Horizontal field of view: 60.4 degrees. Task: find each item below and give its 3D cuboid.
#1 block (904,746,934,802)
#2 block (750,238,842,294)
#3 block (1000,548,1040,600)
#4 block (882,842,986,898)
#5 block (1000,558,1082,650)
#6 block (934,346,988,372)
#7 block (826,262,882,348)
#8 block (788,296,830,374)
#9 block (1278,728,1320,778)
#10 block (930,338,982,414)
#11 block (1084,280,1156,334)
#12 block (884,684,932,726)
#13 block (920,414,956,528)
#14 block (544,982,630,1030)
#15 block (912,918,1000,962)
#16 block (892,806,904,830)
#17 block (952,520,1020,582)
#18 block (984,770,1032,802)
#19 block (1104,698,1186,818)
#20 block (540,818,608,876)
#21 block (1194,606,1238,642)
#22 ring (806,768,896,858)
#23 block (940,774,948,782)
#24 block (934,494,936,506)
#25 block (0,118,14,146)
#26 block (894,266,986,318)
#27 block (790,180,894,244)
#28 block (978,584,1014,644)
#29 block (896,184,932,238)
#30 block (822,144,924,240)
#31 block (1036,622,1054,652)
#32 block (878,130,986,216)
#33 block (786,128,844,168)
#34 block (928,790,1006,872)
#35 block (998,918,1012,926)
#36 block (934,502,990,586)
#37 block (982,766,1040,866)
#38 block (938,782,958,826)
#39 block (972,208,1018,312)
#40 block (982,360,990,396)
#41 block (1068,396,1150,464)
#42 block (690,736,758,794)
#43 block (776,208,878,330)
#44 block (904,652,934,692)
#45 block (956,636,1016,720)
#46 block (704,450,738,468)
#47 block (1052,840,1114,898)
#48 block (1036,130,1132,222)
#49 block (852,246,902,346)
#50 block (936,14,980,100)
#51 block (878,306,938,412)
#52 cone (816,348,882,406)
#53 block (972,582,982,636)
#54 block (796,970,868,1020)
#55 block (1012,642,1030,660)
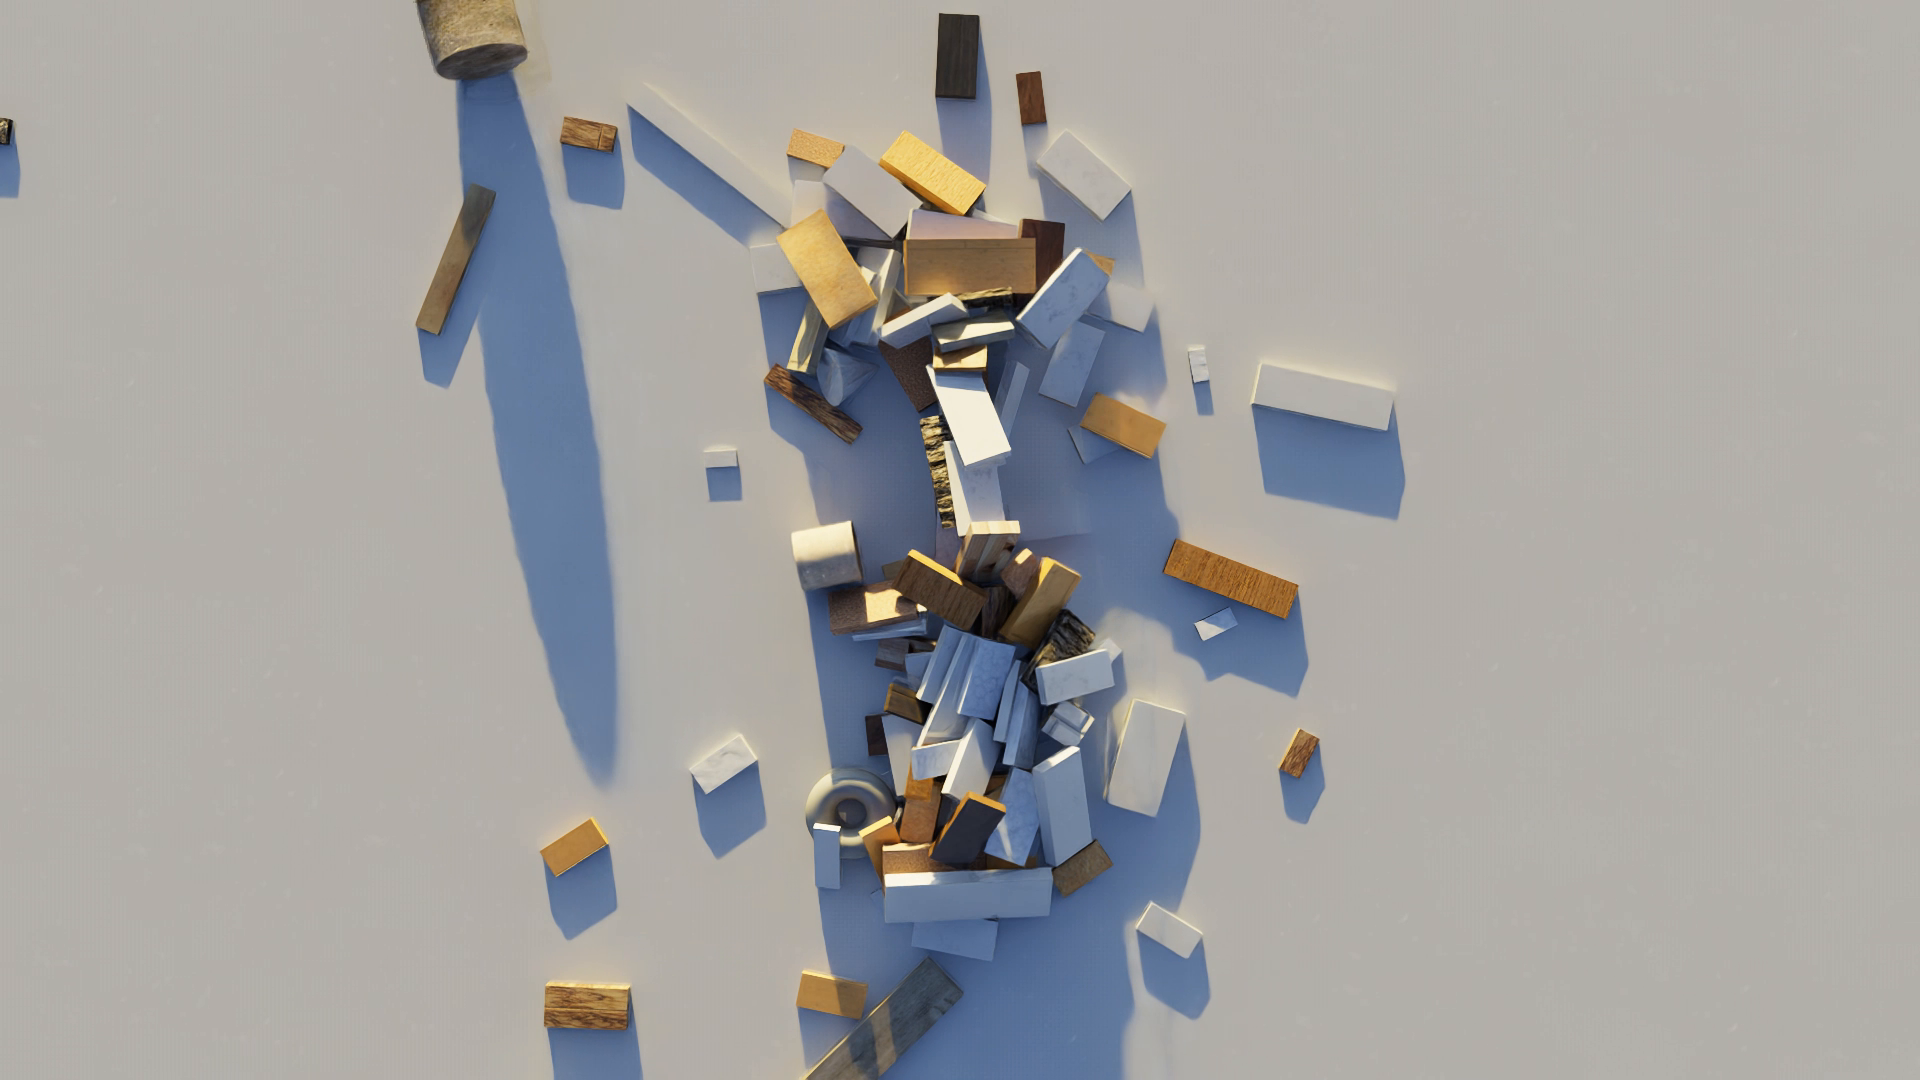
[{"bbox_3d":[-0.125,0.757,5.327,0.083,0.023,0.166,10,89,-7],"label":"block"},{"bbox_3d":[-0.536,-0.916,5.478,0.304,0.043,0.152,-9,90,0],"label":"block"},{"bbox_3d":[0.234,0.151,5.399,0.123,0.035,0.247,-42,131,-7],"label":"block"},{"bbox_3d":[-0.086,1.077,5.399,0.334,0.047,0.167,-1,106,-6],"label":"block"},{"bbox_3d":[0.264,0.211,5.403,0.145,0.041,0.290,27,98,-41],"label":"block"},{"bbox_3d":[0.001,-0.581,5.281,0.169,0.024,0.085,0,60,6],"label":"block"},{"bbox_3d":[-0.364,-0.776,5.424,0.130,0.037,0.259,34,102,39],"label":"block"},{"bbox_3d":[-0.487,-0.678,5.437,0.037,0.130,0.259,17,90,-36],"label":"block"},{"bbox_3d":[1.129,0.710,5.489,0.074,0.021,0.149,27,90,0],"label":"block"},{"bbox_3d":[-0.003,-0.517,5.366,0.151,0.043,0.301,-6,87,-2],"label":"block"},{"bbox_3d":[0.513,-0.789,5.482,0.248,0.035,0.124,21,90,0],"label":"block"},{"bbox_3d":[-0.156,0.541,5.373,0.184,0.026,0.092,24,65,-25],"label":"block"},{"bbox_3d":[-0.006,-0.231,5.315,0.180,0.051,0.359,-12,92,-2],"label":"block"},{"bbox_3d":[-1.240,1.550,5.481,0.273,0.039,0.136,3,90,0],"label":"block"},{"bbox_3d":[-0.016,1.296,5.452,0.273,0.039,0.136,9,97,9],"label":"block"},{"bbox_3d":[-0.210,0.932,5.450,0.015,0.051,0.103,26,90,18],"label":"block"},{"bbox_3d":[0.080,0.040,5.263,0.154,0.308,0.044,-1,59,-14],"label":"block"},{"bbox_3d":[0.154,0.861,5.390,0.241,0.034,0.121,-28,98,-7],"label":"block"},{"bbox_3d":[0.613,0.722,5.475,0.177,0.050,0.354,16,90,0],"label":"block"},{"bbox_3d":[-1.283,1.021,5.486,0.202,0.029,0.101,-33,90,0],"label":"block"},{"bbox_3d":[0.852,0.280,5.491,0.130,0.018,0.065,-26,90,0],"label":"block"},{"bbox_3d":[-0.360,0.904,5.449,0.303,0.101,0.303,0,94,-1],"label":"ring"},{"bbox_3d":[-0.023,0.704,5.486,0.101,0.029,0.202,-4,90,0],"label":"block"},{"bbox_3d":[0.004,-0.152,5.416,0.180,0.051,0.359,-5,107,-1],"label":"block"},{"bbox_3d":[-3.246,-1.370,5.488,0.166,0.023,0.083,9,90,0],"label":"block"},{"bbox_3d":[-0.070,-0.795,5.429,0.158,0.045,0.316,-43,86,2],"label":"block"},{"bbox_3d":[-0.381,-1.080,5.428,0.337,0.048,0.168,6,90,0],"label":"block"},{"bbox_3d":[0.117,0.260,5.413,0.111,0.031,0.222,-5,101,-23],"label":"block"},{"bbox_3d":[-0.266,-1.095,5.476,0.337,0.048,0.168,4,90,0],"label":"block"},{"bbox_3d":[-0.285,-1.137,5.383,0.304,0.043,0.152,40,90,0],"label":"block"},{"bbox_3d":[0.287,0.303,5.490,0.069,0.020,0.139,45,90,0],"label":"block"},{"bbox_3d":[-0.091,-1.203,5.444,0.328,0.043,0.152,34,61,0],"label":"block"},{"bbox_3d":[-0.481,-1.299,5.488,0.175,0.025,0.087,18,90,0],"label":"block"},{"bbox_3d":[0.022,0.936,5.291,0.135,0.038,0.269,24,114,-16],"label":"block"},{"bbox_3d":[0.052,1.162,5.481,0.136,0.039,0.273,-27,90,0],"label":"block"},{"bbox_3d":[0.009,0.039,5.420,0.180,0.051,0.359,1,107,-2],"label":"block"},{"bbox_3d":[0.186,0.894,5.340,0.144,0.041,0.288,22,82,-12],"label":"block"},{"bbox_3d":[0.046,0.902,5.457,0.264,0.037,0.132,18,90,-11],"label":"block"},{"bbox_3d":[0.061,-0.908,5.476,0.168,0.048,0.337,23,90,0],"label":"block"},{"bbox_3d":[0.021,-0.440,5.444,0.151,0.043,0.301,-3,102,-2],"label":"block"},{"bbox_3d":[0.504,-0.365,5.481,0.263,0.037,0.131,-25,90,0],"label":"block"},{"bbox_3d":[-0.787,0.746,5.486,0.202,0.029,0.101,-34,90,0],"label":"block"},{"bbox_3d":[-0.431,-0.878,5.354,0.176,0.050,0.352,-32,82,6],"label":"block"},{"bbox_3d":[-0.119,0.465,5.429,0.099,0.028,0.198,-5,112,5],"label":"block"},{"bbox_3d":[0.083,0.450,5.357,0.127,0.036,0.255,14,97,-26],"label":"block"},{"bbox_3d":[-0.797,-0.271,5.492,0.108,0.015,0.054,-3,90,0],"label":"block"},{"bbox_3d":[0.401,1.093,5.486,0.197,0.028,0.099,-34,90,0],"label":"block"},{"bbox_3d":[0.413,-1.210,5.479,0.293,0.042,0.147,42,90,0],"label":"block"},{"bbox_3d":[-0.301,-0.804,5.432,0.158,0.045,0.316,15,90,41],"label":"block"},{"bbox_3d":[-0.009,-1.607,5.481,0.135,0.038,0.269,3,90,0],"label":"block"},{"bbox_3d":[-0.155,-0.600,5.478,0.158,0.045,0.316,-31,90,0],"label":"block"},{"bbox_3d":[-0.344,-0.559,5.456,0.196,0.196,0.196,-16,90,-27],"label":"cone"},{"bbox_3d":[0.012,0.234,5.437,0.111,0.031,0.222,2,110,-3],"label":"block"},{"bbox_3d":[-0.425,1.514,5.484,0.222,0.031,0.111,12,90,0],"label":"block"},{"bbox_3d":[0.111,0.394,5.484,0.222,0.031,0.111,-39,90,0],"label":"block"}]
